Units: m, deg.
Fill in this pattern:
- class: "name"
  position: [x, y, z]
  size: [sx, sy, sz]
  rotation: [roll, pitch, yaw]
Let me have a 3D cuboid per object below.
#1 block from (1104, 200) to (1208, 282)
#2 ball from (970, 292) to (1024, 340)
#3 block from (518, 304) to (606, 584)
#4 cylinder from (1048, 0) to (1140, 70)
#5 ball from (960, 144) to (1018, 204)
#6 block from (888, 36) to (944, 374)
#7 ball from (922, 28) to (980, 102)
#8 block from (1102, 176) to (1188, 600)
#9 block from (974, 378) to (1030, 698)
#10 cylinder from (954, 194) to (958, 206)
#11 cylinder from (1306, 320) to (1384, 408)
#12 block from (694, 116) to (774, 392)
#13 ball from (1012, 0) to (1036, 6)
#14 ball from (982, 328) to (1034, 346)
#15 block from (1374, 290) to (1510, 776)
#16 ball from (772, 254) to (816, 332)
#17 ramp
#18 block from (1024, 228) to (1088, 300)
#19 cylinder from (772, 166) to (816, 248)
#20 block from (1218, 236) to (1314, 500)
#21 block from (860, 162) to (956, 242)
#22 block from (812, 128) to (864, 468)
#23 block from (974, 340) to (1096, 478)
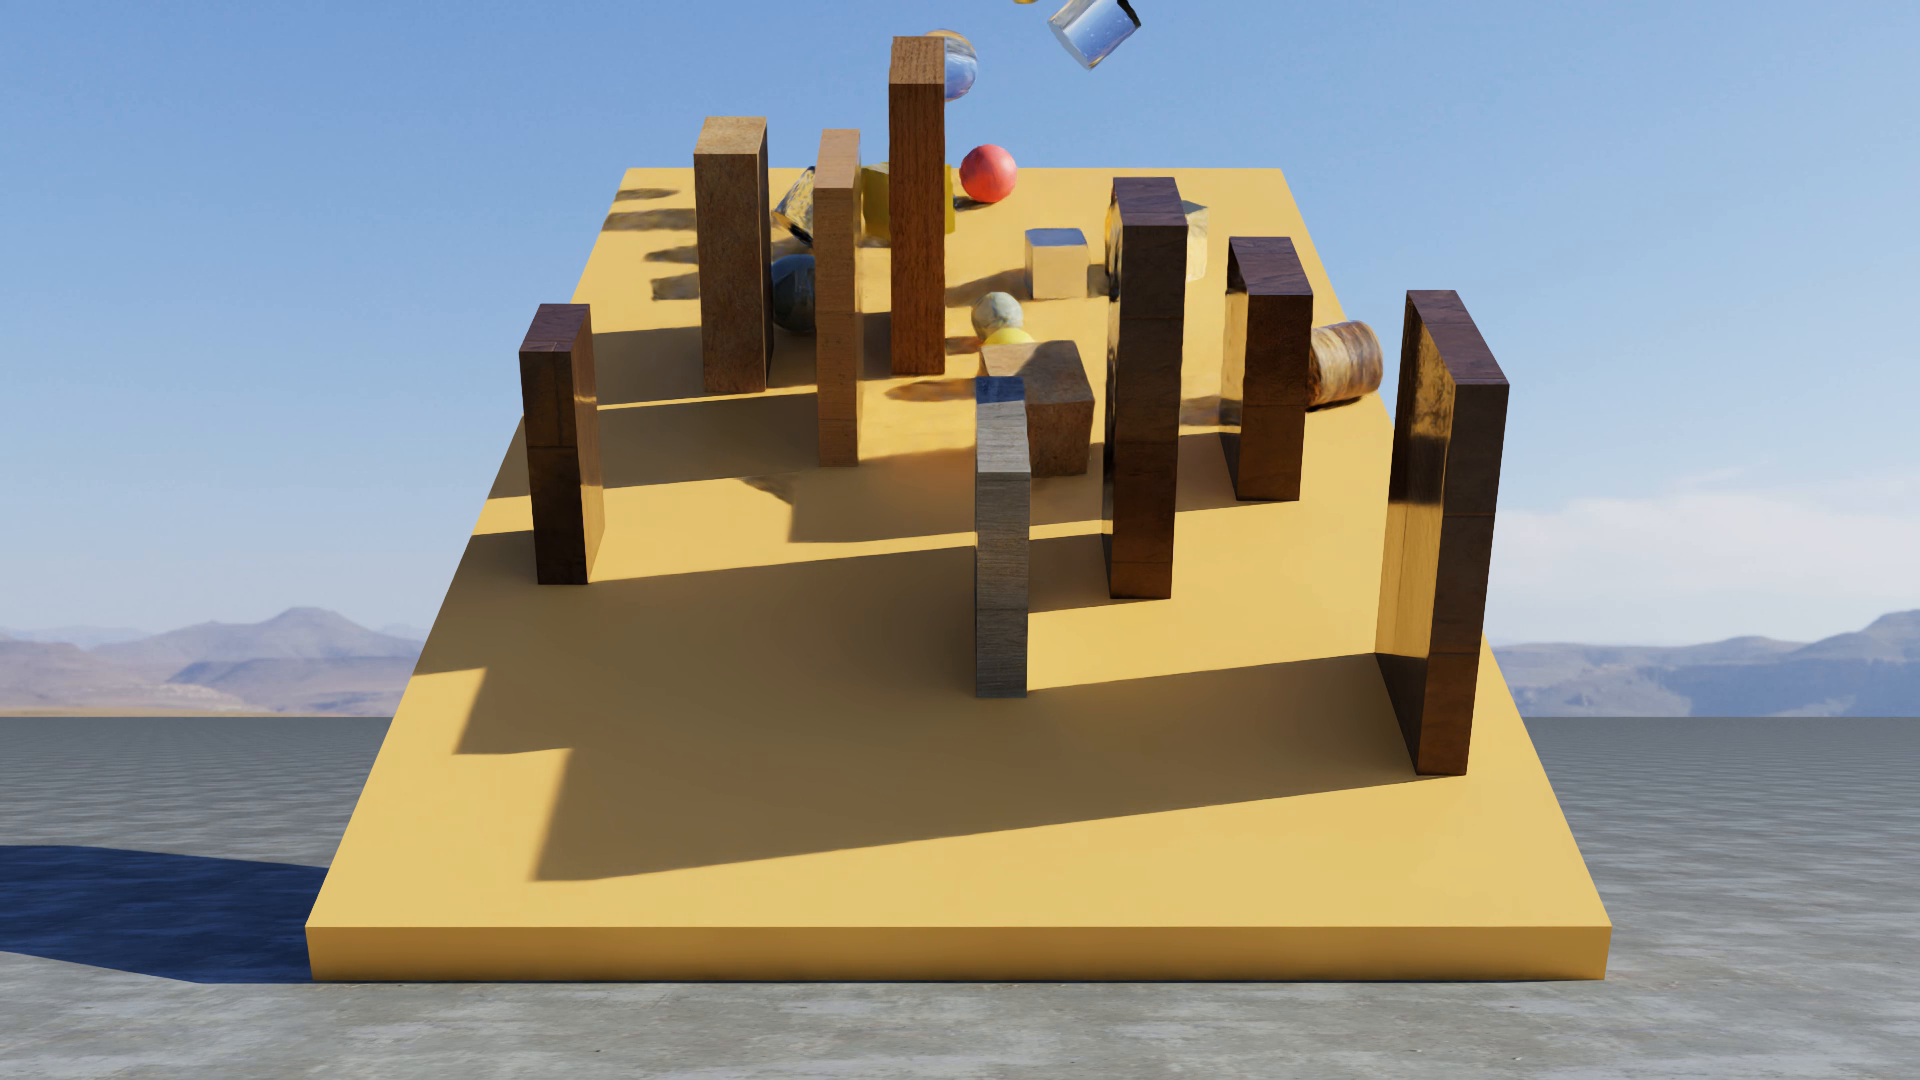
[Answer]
- class: "block"
  position: [0.523, -0.796, 6.268]
  size: [0.192, 0.192, 0.192]
  rotation: [-22, 33, -38]
- class: "ball"
  position: [0.092, -0.550, 5.823]
  size: [0.131, 0.131, 0.131]
  rotation: [0, -4, 0]
- class: "block"
  position: [-0.784, -0.191, 4.653]
  size: [0.098, 0.492, 0.264]
  rotation: [0, 26, 0]
- class: "cylinder"
  position: [0.384, -1.477, 6.724]
  size: [0.190, 0.190, 0.190]
  rotation: [-42, -6, 1]
- class: "ball"
  position: [0.083, -1.068, 6.858]
  size: [0.169, 0.169, 0.169]
  rotation: [0, -4, 0]
- class: "block"
  position: [-0.101, -0.814, 5.703]
  size: [0.127, 0.711, 0.447]
  rotation: [0, 26, 0]
- class: "ball"
  position: [-0.049, -1.357, 6.728]
  size: [0.207, 0.207, 0.207]
  rotation: [0, -4, 0]
- class: "block"
  position: [0.353, -0.293, 4.561]
  size: [0.119, 0.761, 0.300]
  rotation: [0, 26, 0]
- class: "block"
  position: [0.075, -0.012, 4.339]
  size: [0.090, 0.445, 0.442]
  rotation: [0, 26, 0]
- class: "cylinder"
  position: [-0.104, -0.945, 6.567]
  size: [0.141, 0.141, 0.141]
  rotation: [36, -16, -16]
- class: "cylinder"
  position: [0.862, -0.411, 5.482]
  size: [0.177, 0.177, 0.177]
  rotation: [-12, 1, -24]
- class: "block"
  position: [-0.531, -0.677, 5.567]
  size: [0.143, 0.579, 0.311]
  rotation: [0, 26, 0]
- class: "ball"
  position: [0.190, -1.638, 6.935]
  size: [0.117, 0.117, 0.117]
  rotation: [0, -4, 0]
- class: "ball"
  position: [0.118, -0.433, 5.569]
  size: [0.141, 0.141, 0.141]
  rotation: [0, -4, 0]
- class: "block"
  position: [0.819, -0.017, 4.043]
  size: [0.085, 0.715, 0.441]
  rotation: [0, 26, 0]
- class: "ball"
  position: [-0.401, -0.616, 5.854]
  size: [0.194, 0.194, 0.194]
  rotation: [0, -4, 0]
- class: "ramp"
  position: [-0.009, -0.229, 5.421]
  size: [2.000, 0.100, 4.000]
  rotation: [0, 26, 0]
- class: "block"
  position: [0.252, -0.726, 6.173]
  size: [0.146, 0.146, 0.146]
  rotation: [-3, 26, -6]
- class: "cylinder"
  position: [-0.400, -0.913, 6.458]
  size: [0.164, 0.164, 0.164]
  rotation: [37, -7, 5]
- class: "block"
  position: [0.656, -0.374, 5.074]
  size: [0.133, 0.464, 0.377]
  rotation: [0, 26, 0]
- class: "block"
  position: [-0.139, -0.906, 6.255]
  size: [0.181, 0.181, 0.181]
  rotation: [-13, 20, -25]
- class: "block"
  position: [-0.267, -0.542, 5.223]
  size: [0.084, 0.635, 0.444]
  rotation: [0, 26, 0]
- class: "block"
  position: [0.159, -0.282, 5.113]
  size: [0.210, 0.210, 0.210]
  rotation: [-5, -46, -10]
